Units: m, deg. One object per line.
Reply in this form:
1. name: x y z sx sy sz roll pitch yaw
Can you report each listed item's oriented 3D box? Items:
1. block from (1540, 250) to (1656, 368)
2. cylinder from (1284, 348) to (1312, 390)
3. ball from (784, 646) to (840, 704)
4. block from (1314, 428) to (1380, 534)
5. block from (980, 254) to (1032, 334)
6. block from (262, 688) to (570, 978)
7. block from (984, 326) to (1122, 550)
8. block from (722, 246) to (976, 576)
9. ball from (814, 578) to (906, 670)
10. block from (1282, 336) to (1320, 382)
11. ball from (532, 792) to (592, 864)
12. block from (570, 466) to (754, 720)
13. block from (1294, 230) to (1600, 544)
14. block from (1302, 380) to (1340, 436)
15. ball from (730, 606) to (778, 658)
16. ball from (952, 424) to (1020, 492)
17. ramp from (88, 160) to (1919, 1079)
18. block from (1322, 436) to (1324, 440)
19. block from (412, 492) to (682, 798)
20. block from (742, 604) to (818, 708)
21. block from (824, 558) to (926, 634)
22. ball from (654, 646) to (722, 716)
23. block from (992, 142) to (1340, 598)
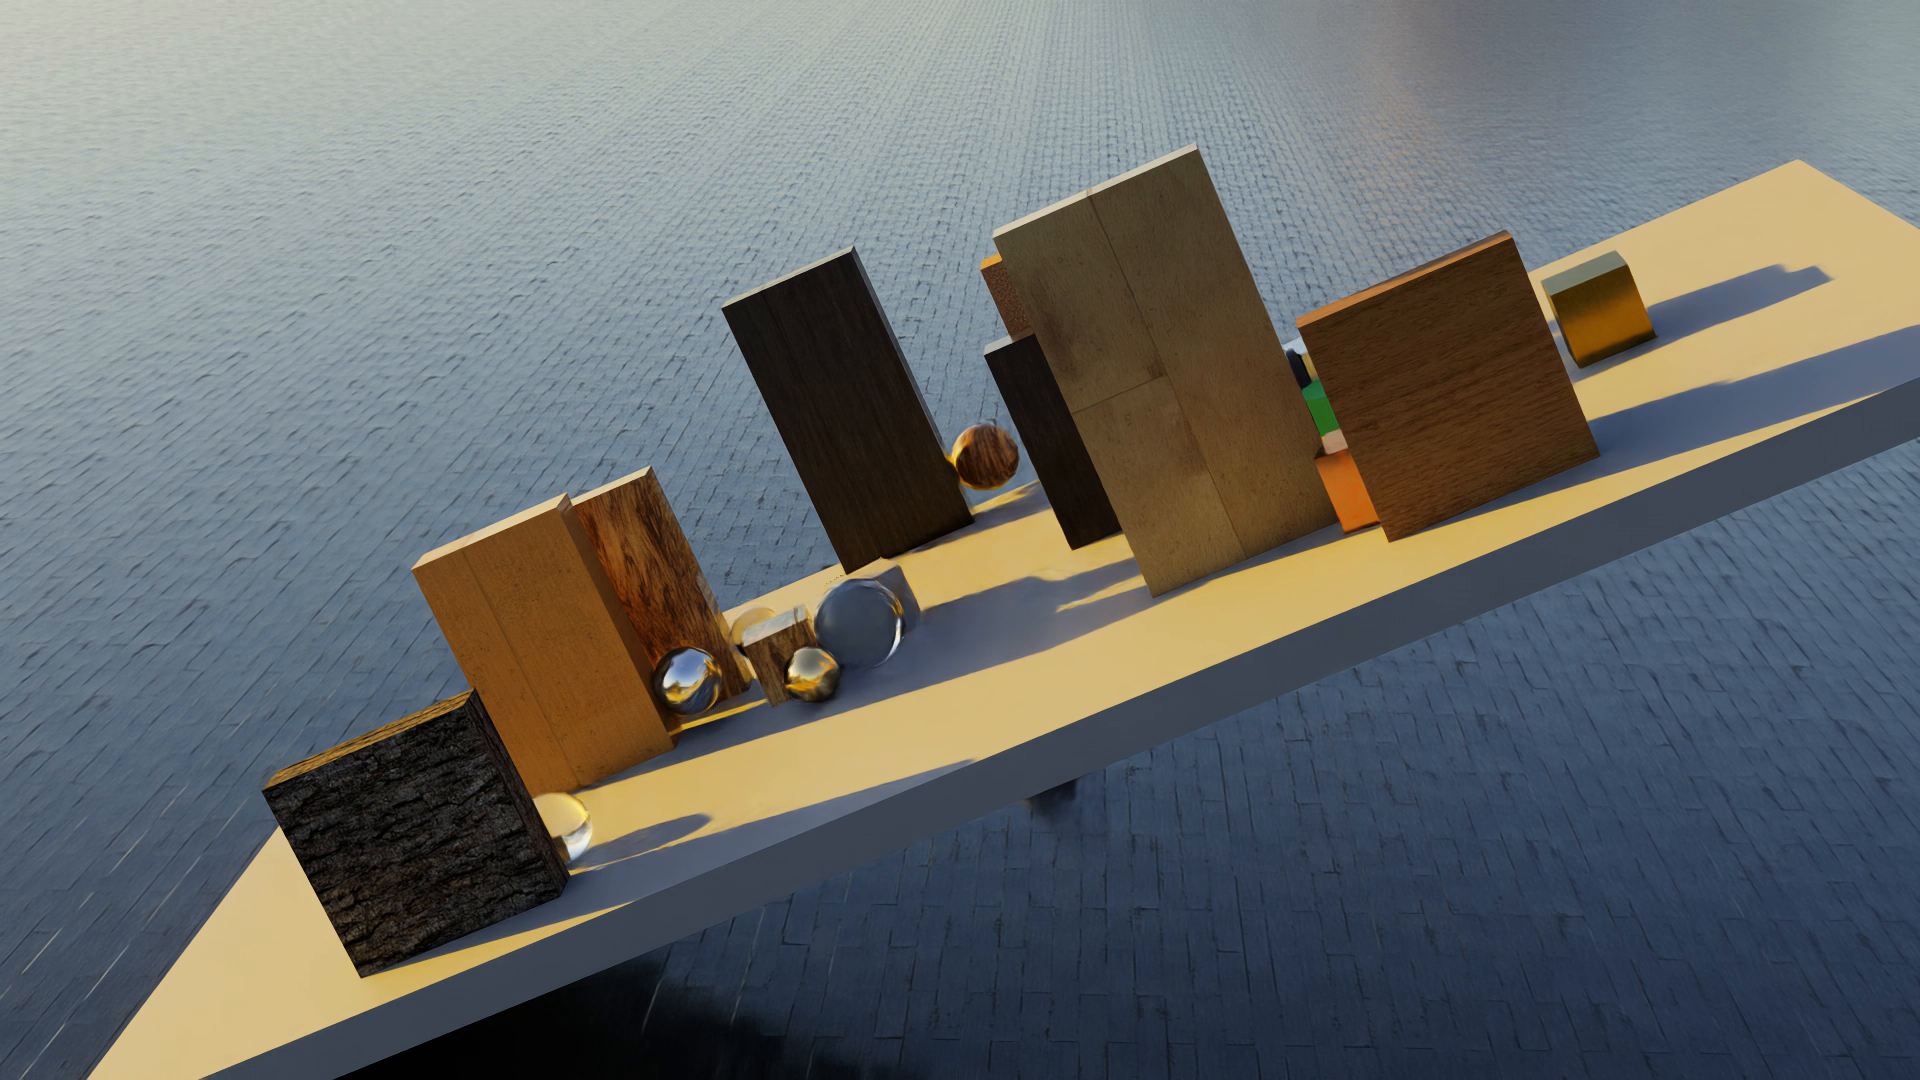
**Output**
1. block: 1.320 -0.478 6.089 0.167 0.167 0.167 -22 13 10
2. cylinder: 0.679 -0.293 6.466 0.196 0.196 0.196 -24 15 3
3. ball: -0.310 0.282 6.152 0.120 0.120 0.120 0 15 0
4. block: 0.800 -0.134 5.677 0.162 0.162 0.162 -20 14 21
5. block: 0.301 -0.399 6.641 0.282 0.614 0.126 -23 13 8
6. block: -1.048 0.568 5.686 0.434 0.420 0.113 -23 13 8
7. block: 0.340 -0.281 6.408 0.417 0.475 0.108 -23 13 8
8. block: -0.264 -0.308 7.082 0.339 0.720 0.096 -23 13 8
9. ball: -0.213 0.177 6.226 0.194 0.194 0.194 0 15 0
10. block: 0.844 -0.382 6.576 0.171 0.171 0.171 -26 13 -6
11. ball: -0.802 0.573 5.825 0.149 0.149 0.149 0 15 0
12. block: -0.725 0.147 6.522 0.331 0.535 0.089 -23 13 8
13. block: 0.902 -0.283 5.445 0.418 0.444 0.091 -23 13 8
14. block: 0.794 -0.265 6.286 0.131 0.131 0.131 -35 16 -38
15. ball: -0.449 0.208 6.537 0.122 0.122 0.122 0 15 0
16. ball: 0.062 -0.202 7.191 0.166 0.166 0.166 0 15 0
17. ramp: 0.132 0.170 6.284 4.000 0.100 2.000 -23 13 8
18. block: 0.704 -0.128 5.940 0.114 0.114 0.114 -15 16 37
19. block: -0.884 0.239 6.335 0.345 0.584 0.127 -23 13 8
20. block: -0.369 0.248 6.336 0.148 0.148 0.148 -25 13 1
21. block: -0.185 0.141 6.436 0.143 0.143 0.143 -28 13 -13
22. ball: -0.586 0.303 6.339 0.150 0.150 0.150 0 15 0
23. block: 0.418 -0.326 5.743 0.425 0.784 0.097 -23 13 8
